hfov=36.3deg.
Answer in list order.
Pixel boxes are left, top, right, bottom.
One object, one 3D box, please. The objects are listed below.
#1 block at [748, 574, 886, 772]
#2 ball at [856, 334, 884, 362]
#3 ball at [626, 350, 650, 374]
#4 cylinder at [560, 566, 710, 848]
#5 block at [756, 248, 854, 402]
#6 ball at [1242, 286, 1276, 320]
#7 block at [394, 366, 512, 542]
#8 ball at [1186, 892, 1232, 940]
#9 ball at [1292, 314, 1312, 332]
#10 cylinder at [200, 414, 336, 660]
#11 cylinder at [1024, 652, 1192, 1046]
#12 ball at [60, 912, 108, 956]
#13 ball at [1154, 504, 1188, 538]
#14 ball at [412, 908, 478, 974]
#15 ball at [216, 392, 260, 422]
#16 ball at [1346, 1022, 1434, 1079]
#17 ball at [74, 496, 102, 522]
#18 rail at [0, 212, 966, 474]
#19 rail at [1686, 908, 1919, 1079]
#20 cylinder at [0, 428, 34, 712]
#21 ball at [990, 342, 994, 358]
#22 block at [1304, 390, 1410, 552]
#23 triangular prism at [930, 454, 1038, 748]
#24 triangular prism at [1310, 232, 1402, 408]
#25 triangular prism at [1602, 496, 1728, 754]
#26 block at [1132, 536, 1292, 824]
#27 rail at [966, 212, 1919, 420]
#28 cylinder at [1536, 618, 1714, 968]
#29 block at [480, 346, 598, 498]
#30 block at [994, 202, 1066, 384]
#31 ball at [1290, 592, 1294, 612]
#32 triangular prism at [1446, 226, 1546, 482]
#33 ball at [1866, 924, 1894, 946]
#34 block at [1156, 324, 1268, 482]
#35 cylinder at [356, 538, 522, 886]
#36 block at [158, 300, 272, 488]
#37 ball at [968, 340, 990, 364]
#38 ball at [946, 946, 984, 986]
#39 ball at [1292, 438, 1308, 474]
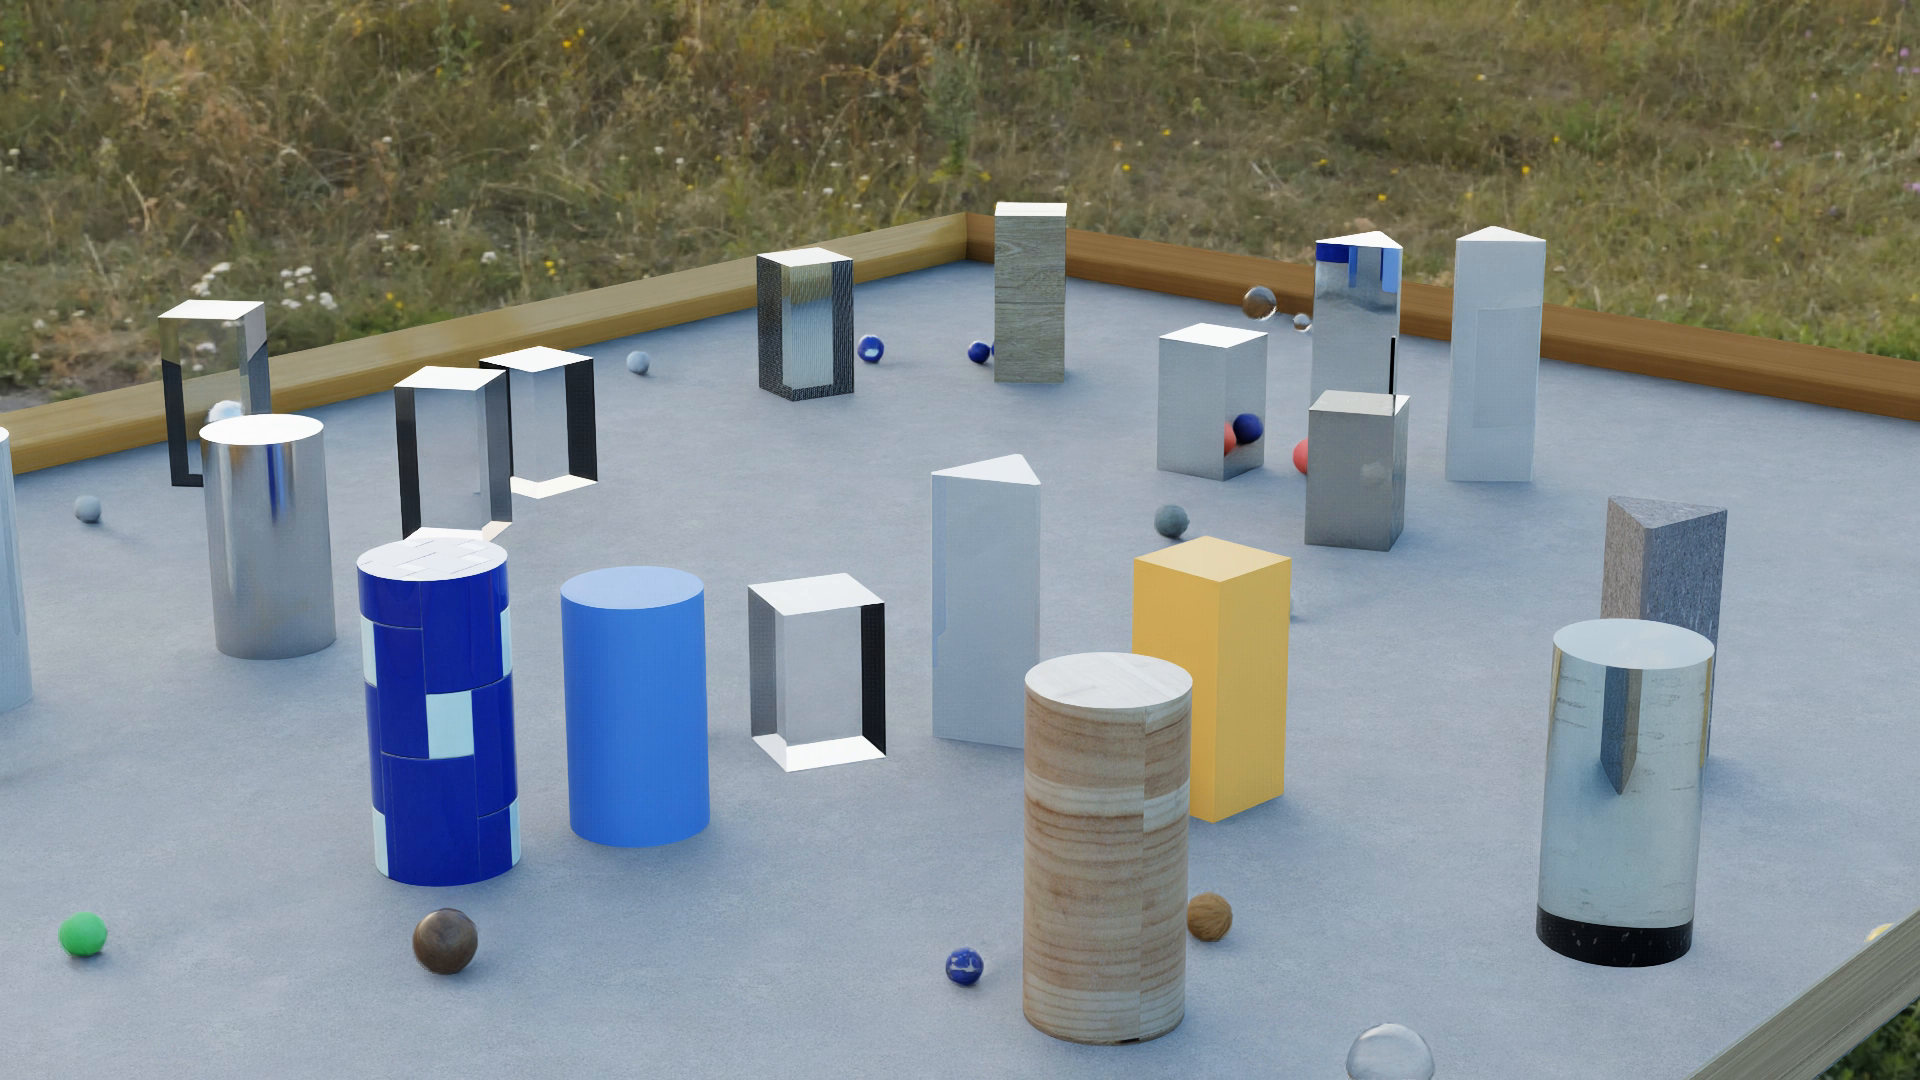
[{"bbox_3d":[-0.214,0.196,4.382,0.157,0.242,0.157,-7,18,-22],"label":"block"},{"bbox_3d":[-0.208,-0.445,6.814,0.065,0.065,0.065,0,17,0],"label":"ball"},{"bbox_3d":[-0.735,-0.406,6.705,0.054,0.054,0.054,0,17,0],"label":"ball"},{"bbox_3d":[-0.451,0.230,4.088,0.197,0.346,0.197,0,17,0],"label":"cylinder"},{"bbox_3d":[-0.343,-0.481,6.521,0.157,0.303,0.157,-10,19,-30],"label":"block"},{"bbox_3d":[0.741,-0.584,7.245,0.084,0.084,0.084,0,17,0],"label":"ball"},{"bbox_3d":[-0.941,-0.157,5.459,0.157,0.296,0.157,3,17,11],"label":"block"},{"bbox_3d":[0.318,0.481,3.749,0.061,0.061,0.061,0,17,0],"label":"ball"},{"bbox_3d":[0.830,-0.527,7.122,0.044,0.044,0.044,0,17,0],"label":"ball"},{"bbox_3d":[-1.140,-0.006,4.839,0.197,0.365,0.197,0,17,0],"label":"cylinder"},{"bbox_3d":[0.174,0.367,3.498,0.197,0.425,0.197,0,17,0],"label":"cylinder"},{"bbox_3d":[-1.107,0.497,3.702,0.057,0.057,0.057,0,17,0],"label":"ball"},{"bbox_3d":[0.394,-0.035,5.458,0.063,0.063,0.063,0,17,0],"label":"ball"},{"bbox_3d":[-0.641,0.499,3.655,0.081,0.081,0.081,0,17,0],"label":"ball"},{"bbox_3d":[-1.518,-0.263,6.163,0.093,0.093,0.093,0,17,0],"label":"ball"},{"bbox_3d":[0.485,0.594,3.309,0.098,0.098,0.098,0,17,0],"label":"ball"},{"bbox_3d":[-1.653,-0.059,5.558,0.052,0.052,0.052,0,17,0],"label":"ball"},{"bbox_3d":[-1.452,-0.332,6.327,0.045,0.128,4.527,14,22,39],"label":"rail"},{"bbox_3d":[1.452,0.396,3.913,0.045,0.128,4.527,14,22,39],"label":"rail"},{"bbox_3d":[-1.564,0.047,4.564,0.197,0.423,0.197,0,17,0],"label":"cylinder"},{"bbox_3d":[0.103,-0.442,6.806,0.064,0.064,0.064,0,17,0],"label":"ball"},{"bbox_3d":[0.736,-0.129,5.434,0.157,0.257,0.157,5,18,17],"label":"block"},{"bbox_3d":[0.062,0.088,4.442,0.170,0.414,0.147,6,18,20],"label":"triangular prism"},{"bbox_3d":[0.796,-0.355,5.782,0.170,0.488,0.147,7,18,22],"label":"triangular prism"},{"bbox_3d":[1.007,0.135,4.340,0.170,0.383,0.147,-12,21,-35],"label":"triangular prism"},{"bbox_3d":[0.356,0.196,4.183,0.157,0.356,0.157,16,23,42],"label":"block"},{"bbox_3d":[1.469,-0.456,6.739,3.893,0.128,0.045,14,22,39],"label":"rail"},{"bbox_3d":[0.839,0.318,3.710,0.197,0.396,0.197,0,17,0],"label":"cylinder"},{"bbox_3d":[-0.831,-0.234,5.787,0.157,0.253,0.157,14,22,38],"label":"block"},{"bbox_3d":[0.160,-0.561,6.651,0.157,0.382,0.157,1,17,3],"label":"block"},{"bbox_3d":[0.546,0.107,5.008,0.051,0.051,0.051,0,17,0],"label":"ball"},{"bbox_3d":[1.058,-0.372,5.845,0.170,0.485,0.147,1,17,3],"label":"triangular prism"},{"bbox_3d":[1.162,0.509,3.658,0.060,0.060,0.060,0,17,0],"label":"ball"},{"bbox_3d":[0.507,-0.279,5.901,0.157,0.274,0.157,12,21,35],"label":"block"},{"bbox_3d":[-0.699,0.230,3.947,0.197,0.429,0.197,0,17,0],"label":"cylinder"},{"bbox_3d":[-1.473,-0.290,5.819,0.157,0.342,0.157,2,17,7],"label":"block"},{"bbox_3d":[0.045,-0.436,6.805,0.053,0.053,0.053,0,17,0],"label":"ball"},{"bbox_3d":[0.006,0.526,3.623,0.048,0.048,0.048,0,17,0],"label":"ball"},{"bbox_3d":[0.705,-0.168,5.877,0.075,0.075,0.075,0,17,0],"label":"ball"}]
